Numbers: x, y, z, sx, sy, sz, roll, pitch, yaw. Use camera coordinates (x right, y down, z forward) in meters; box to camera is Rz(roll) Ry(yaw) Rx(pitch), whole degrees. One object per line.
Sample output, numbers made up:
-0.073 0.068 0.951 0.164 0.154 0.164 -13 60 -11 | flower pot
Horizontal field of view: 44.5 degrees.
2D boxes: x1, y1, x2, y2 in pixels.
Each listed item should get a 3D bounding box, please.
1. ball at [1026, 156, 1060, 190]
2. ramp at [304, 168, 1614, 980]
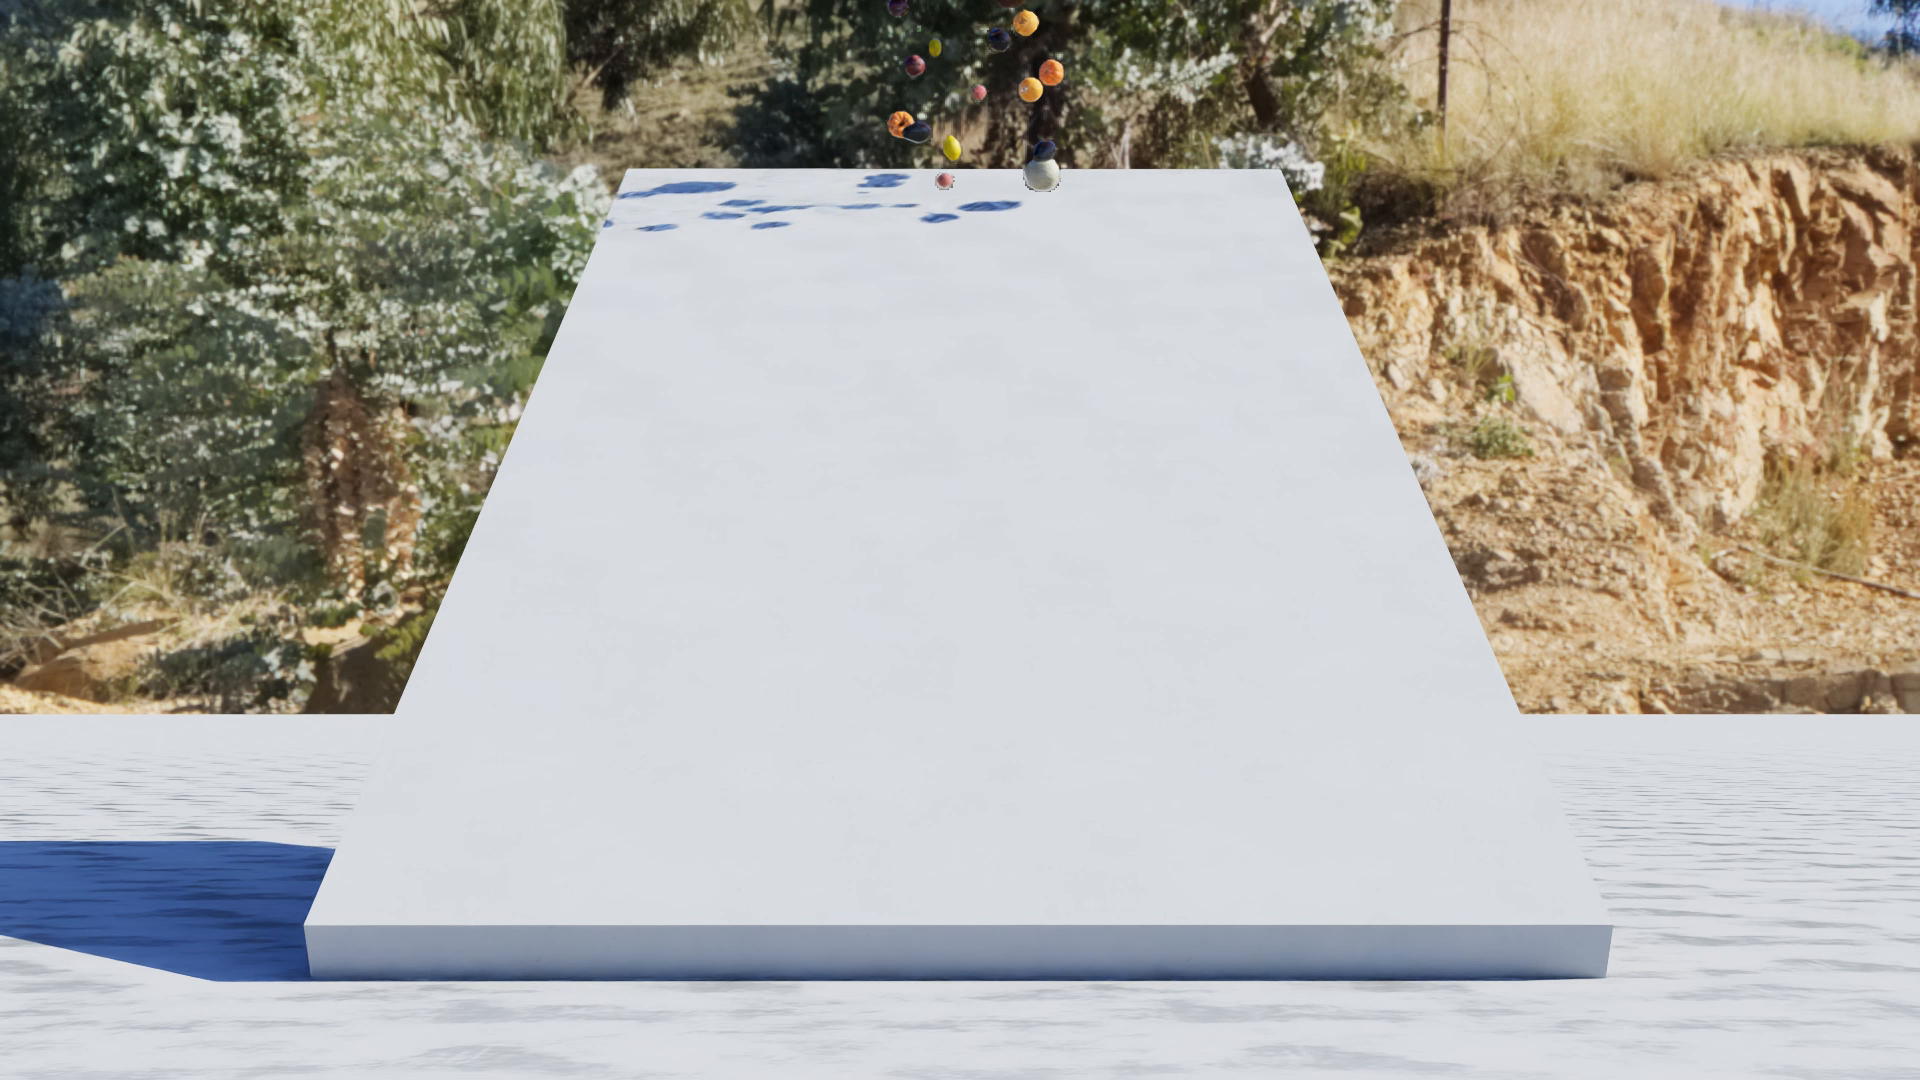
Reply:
0.240 -1.070 6.852 0.100 0.100 0.100 0 -4 0 | ball
-0.009 -0.229 5.413 2.000 0.100 4.000 0 26 0 | ramp
